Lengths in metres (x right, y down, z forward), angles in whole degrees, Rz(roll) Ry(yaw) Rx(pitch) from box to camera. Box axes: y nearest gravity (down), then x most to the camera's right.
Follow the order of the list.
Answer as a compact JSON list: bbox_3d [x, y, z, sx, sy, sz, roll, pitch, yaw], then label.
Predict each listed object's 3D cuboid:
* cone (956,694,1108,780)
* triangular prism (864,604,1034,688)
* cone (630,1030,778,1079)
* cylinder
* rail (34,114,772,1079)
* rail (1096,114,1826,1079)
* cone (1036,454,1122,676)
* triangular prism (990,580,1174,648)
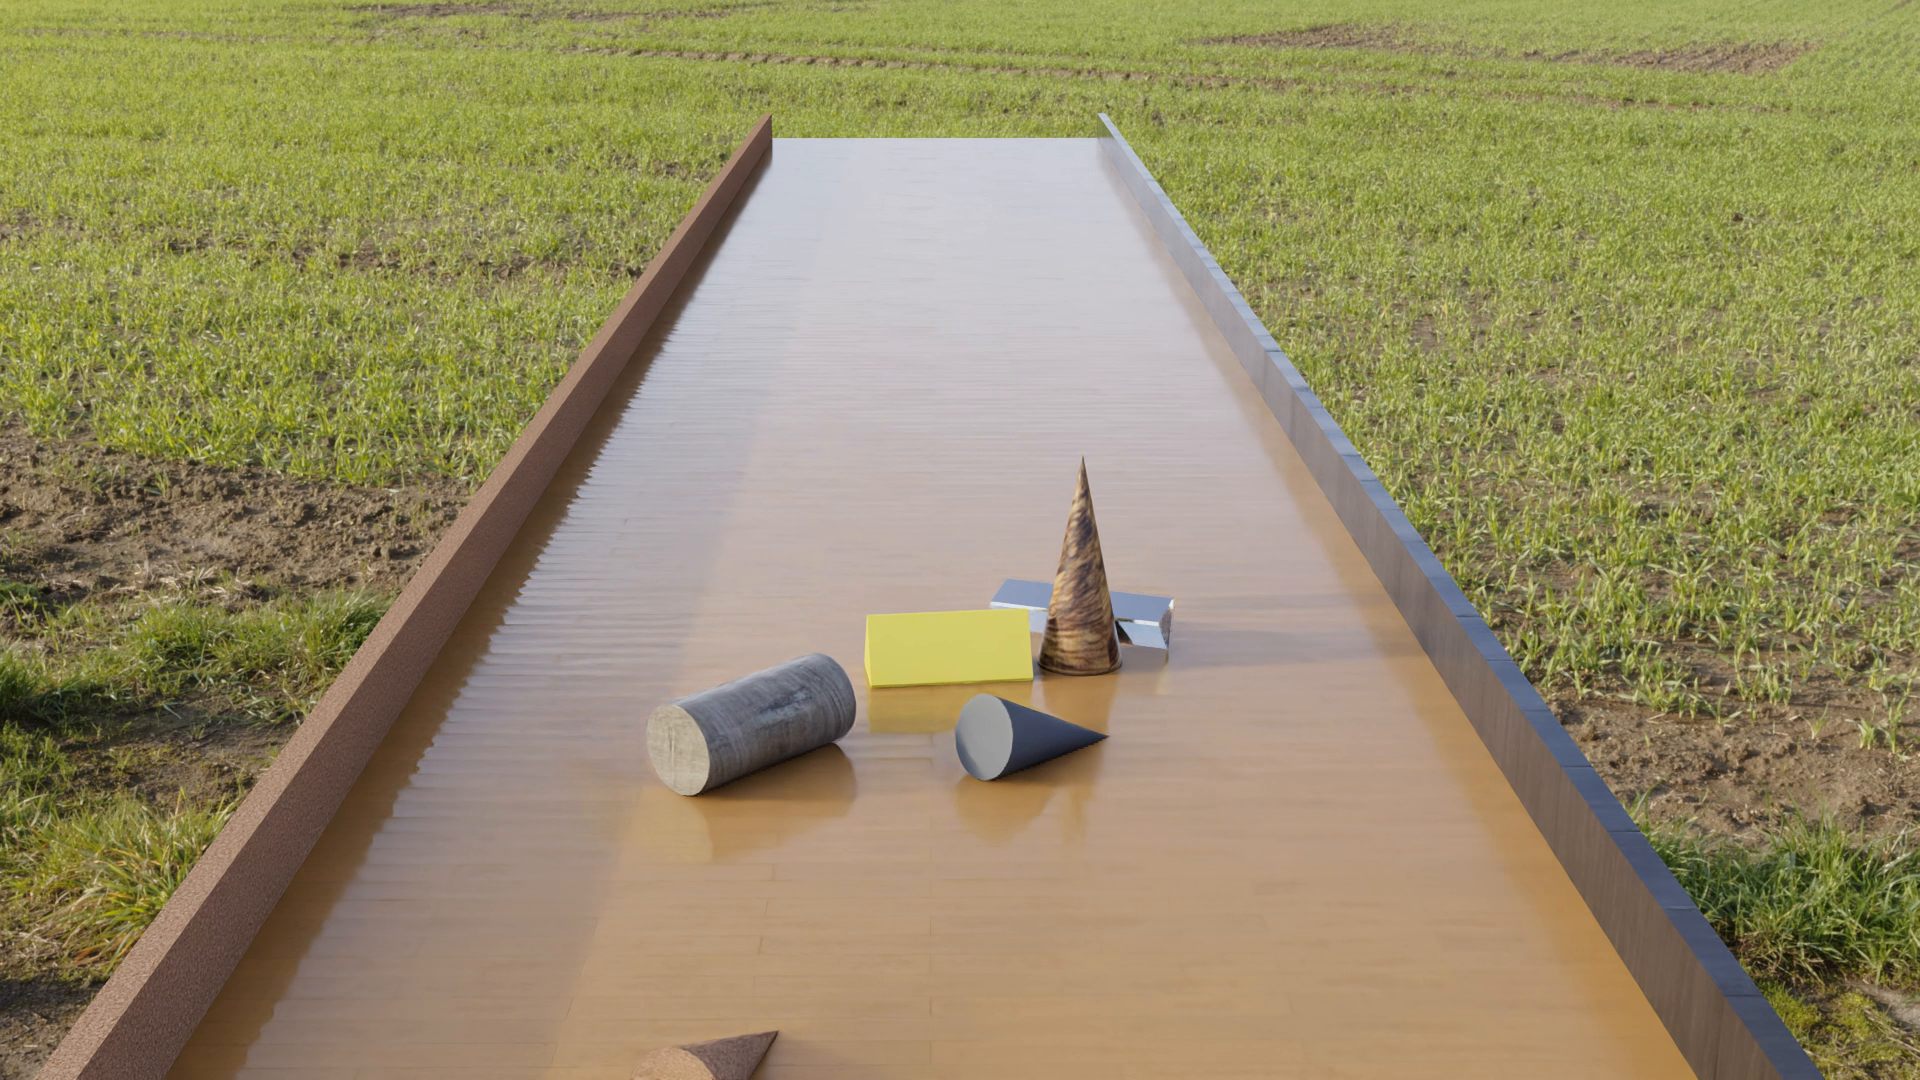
[{"bbox_3d":[0.157,0.350,3.921,0.307,0.151,0.151,4,10,-41],"label":"cone"},{"bbox_3d":[-0.025,0.200,4.326,0.317,0.123,0.142,-6,22,-8],"label":"triangular prism"},{"bbox_3d":[-0.299,0.676,2.846,0.126,0.126,0.305,6,6,20],"label":"cone"},{"bbox_3d":[-0.364,0.320,3.867,0.163,0.163,0.350,14,22,40],"label":"cylinder"},{"bbox_3d":[-1.118,-0.838,7.780,0.050,0.150,12.000,0,17,-1],"label":"rail"},{"bbox_3d":[0.932,-0.844,7.801,0.050,0.150,12.000,0,17,-1],"label":"rail"},{"bbox_3d":[0.240,0.038,4.345,0.172,0.430,0.172,0,17,0],"label":"cone"},{"bbox_3d":[0.255,0.138,4.526,0.361,0.102,0.088,7,61,21],"label":"triangular prism"}]
